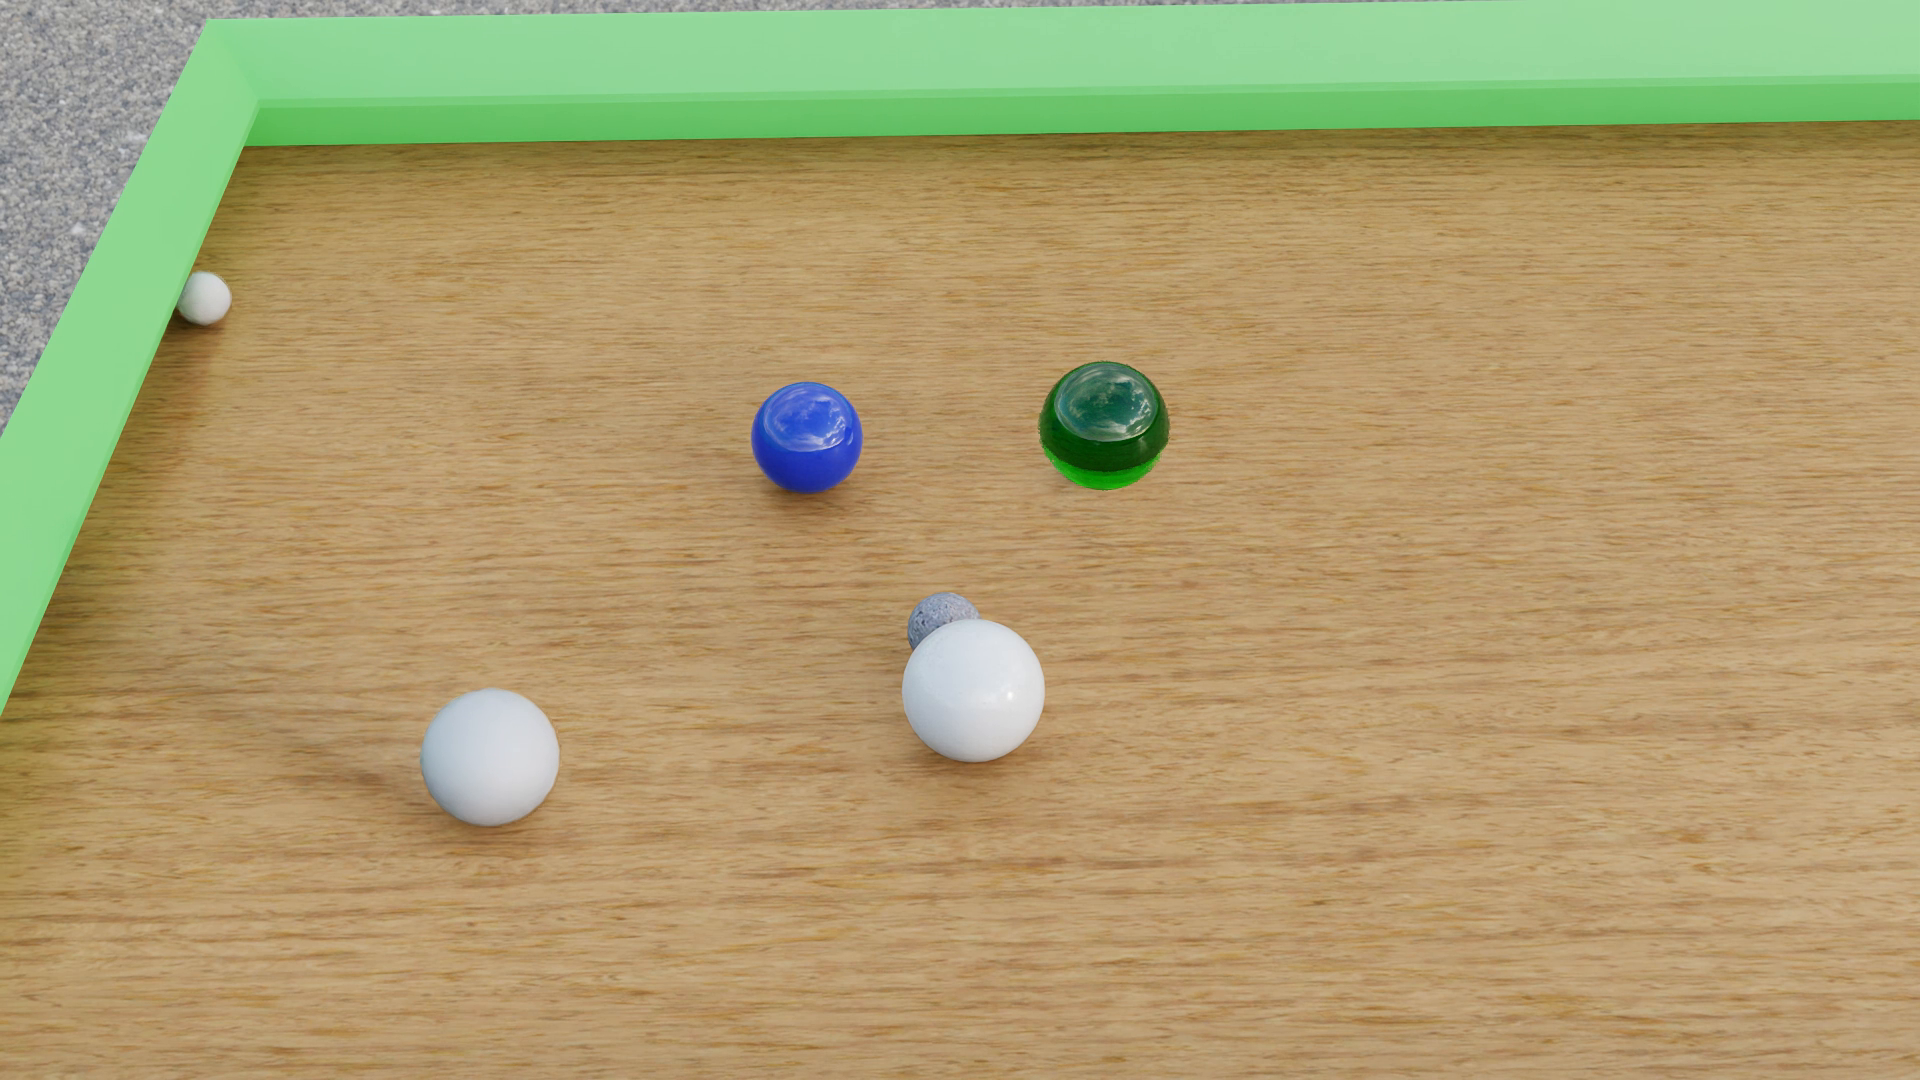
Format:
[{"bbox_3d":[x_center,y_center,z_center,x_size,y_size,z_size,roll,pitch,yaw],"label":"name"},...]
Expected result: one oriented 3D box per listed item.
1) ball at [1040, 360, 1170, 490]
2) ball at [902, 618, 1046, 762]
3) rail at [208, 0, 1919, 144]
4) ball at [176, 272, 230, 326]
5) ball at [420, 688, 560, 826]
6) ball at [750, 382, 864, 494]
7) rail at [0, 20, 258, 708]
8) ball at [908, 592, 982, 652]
[{"bbox_3d":[0.107,-0.085,1.908,0.096,0.096,0.096,0,35,0],"label":"ball"},{"bbox_3d":[0.009,0.097,1.653,0.093,0.093,0.093,0,35,0],"label":"ball"},{"bbox_3d":[0.631,-0.433,2.373,2.625,0.125,0.045,-1,35,-2],"label":"rail"},{"bbox_3d":[-0.624,-0.199,2.114,0.044,0.044,0.044,0,35,0],"label":"ball"},{"bbox_3d":[-0.294,0.136,1.604,0.086,0.086,0.086,0,35,0],"label":"ball"},{"bbox_3d":[-0.114,-0.076,1.905,0.084,0.084,0.084,0,35,0],"label":"ball"},{"bbox_3d":[-0.632,-0.009,1.773,0.045,0.125,1.427,-1,35,-2],"label":"rail"},{"bbox_3d":[-0.010,0.061,1.739,0.052,0.052,0.052,0,35,0],"label":"ball"}]
